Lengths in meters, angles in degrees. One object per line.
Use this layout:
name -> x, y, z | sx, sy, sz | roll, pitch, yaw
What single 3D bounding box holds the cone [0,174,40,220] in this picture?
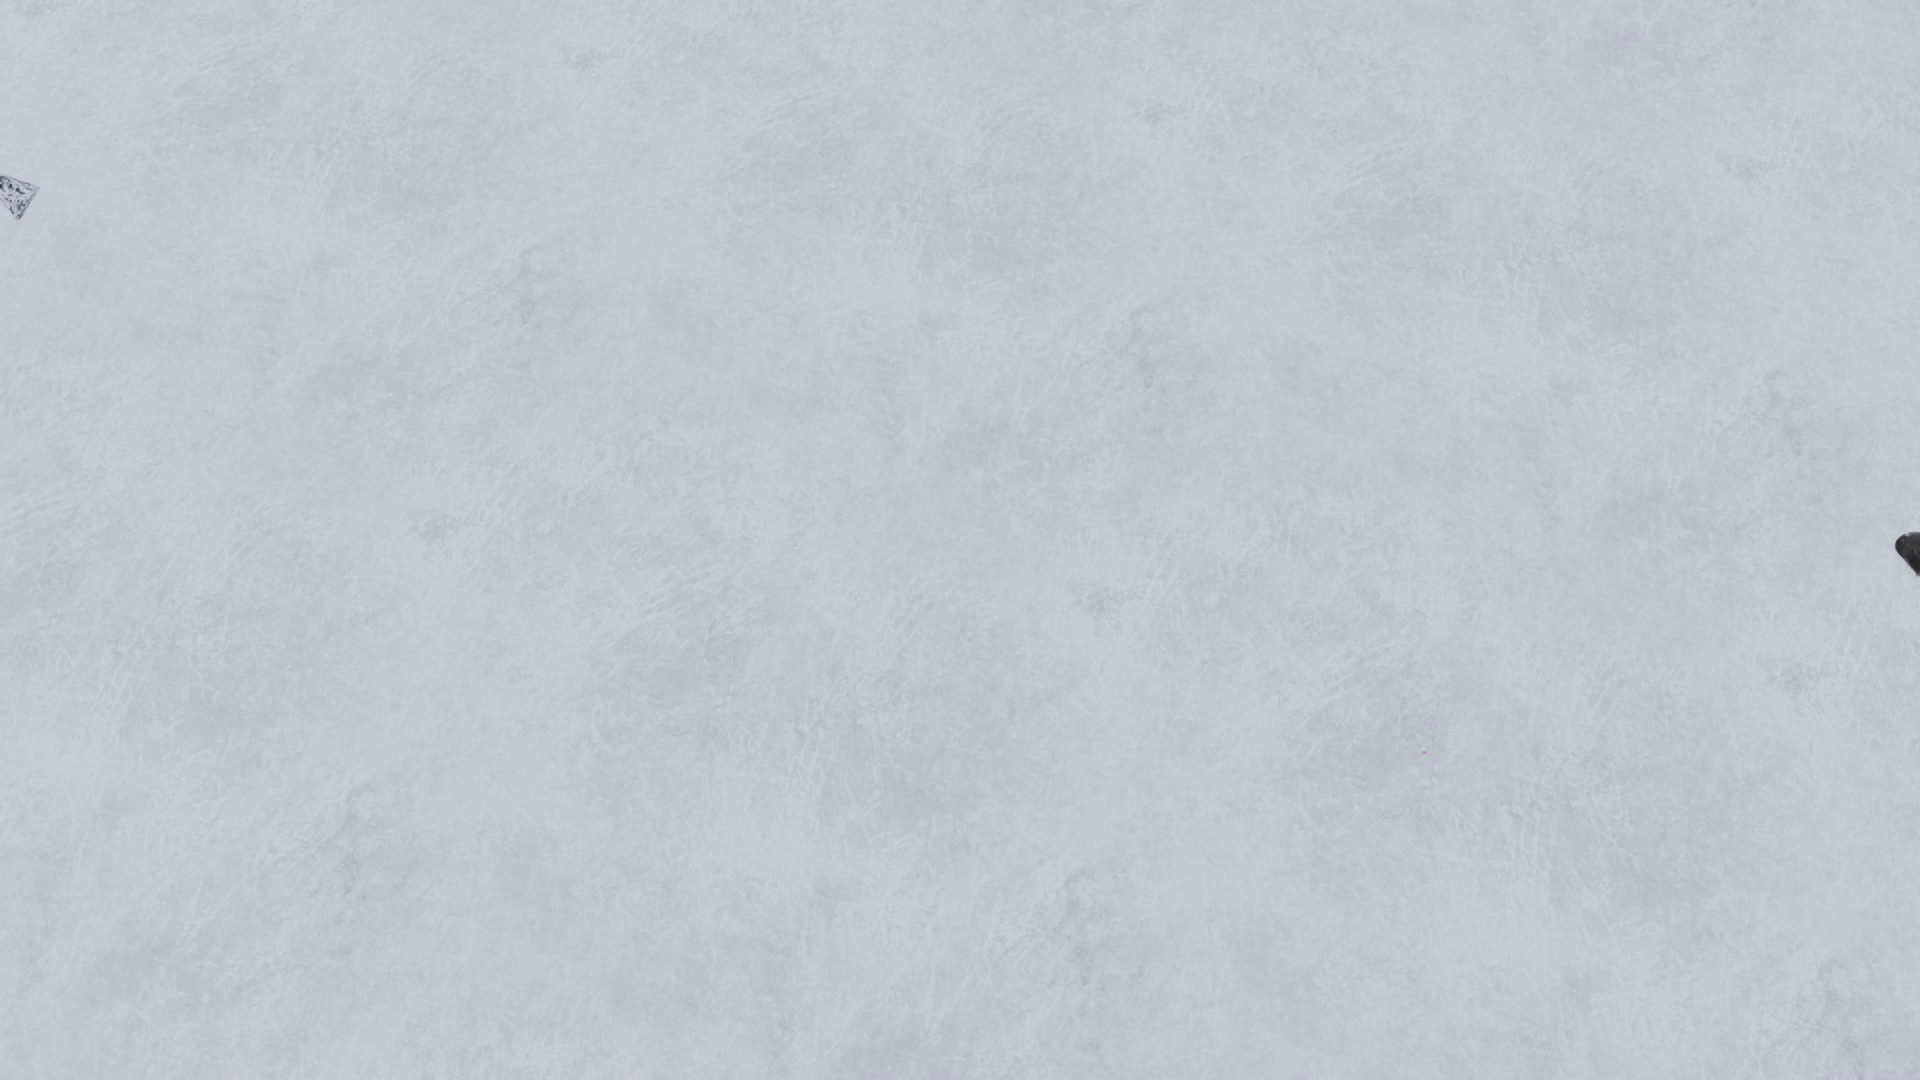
cone -> -1.520, -0.566, 3.570 | 0.054, 0.111, 0.078 | -18, 81, -7
